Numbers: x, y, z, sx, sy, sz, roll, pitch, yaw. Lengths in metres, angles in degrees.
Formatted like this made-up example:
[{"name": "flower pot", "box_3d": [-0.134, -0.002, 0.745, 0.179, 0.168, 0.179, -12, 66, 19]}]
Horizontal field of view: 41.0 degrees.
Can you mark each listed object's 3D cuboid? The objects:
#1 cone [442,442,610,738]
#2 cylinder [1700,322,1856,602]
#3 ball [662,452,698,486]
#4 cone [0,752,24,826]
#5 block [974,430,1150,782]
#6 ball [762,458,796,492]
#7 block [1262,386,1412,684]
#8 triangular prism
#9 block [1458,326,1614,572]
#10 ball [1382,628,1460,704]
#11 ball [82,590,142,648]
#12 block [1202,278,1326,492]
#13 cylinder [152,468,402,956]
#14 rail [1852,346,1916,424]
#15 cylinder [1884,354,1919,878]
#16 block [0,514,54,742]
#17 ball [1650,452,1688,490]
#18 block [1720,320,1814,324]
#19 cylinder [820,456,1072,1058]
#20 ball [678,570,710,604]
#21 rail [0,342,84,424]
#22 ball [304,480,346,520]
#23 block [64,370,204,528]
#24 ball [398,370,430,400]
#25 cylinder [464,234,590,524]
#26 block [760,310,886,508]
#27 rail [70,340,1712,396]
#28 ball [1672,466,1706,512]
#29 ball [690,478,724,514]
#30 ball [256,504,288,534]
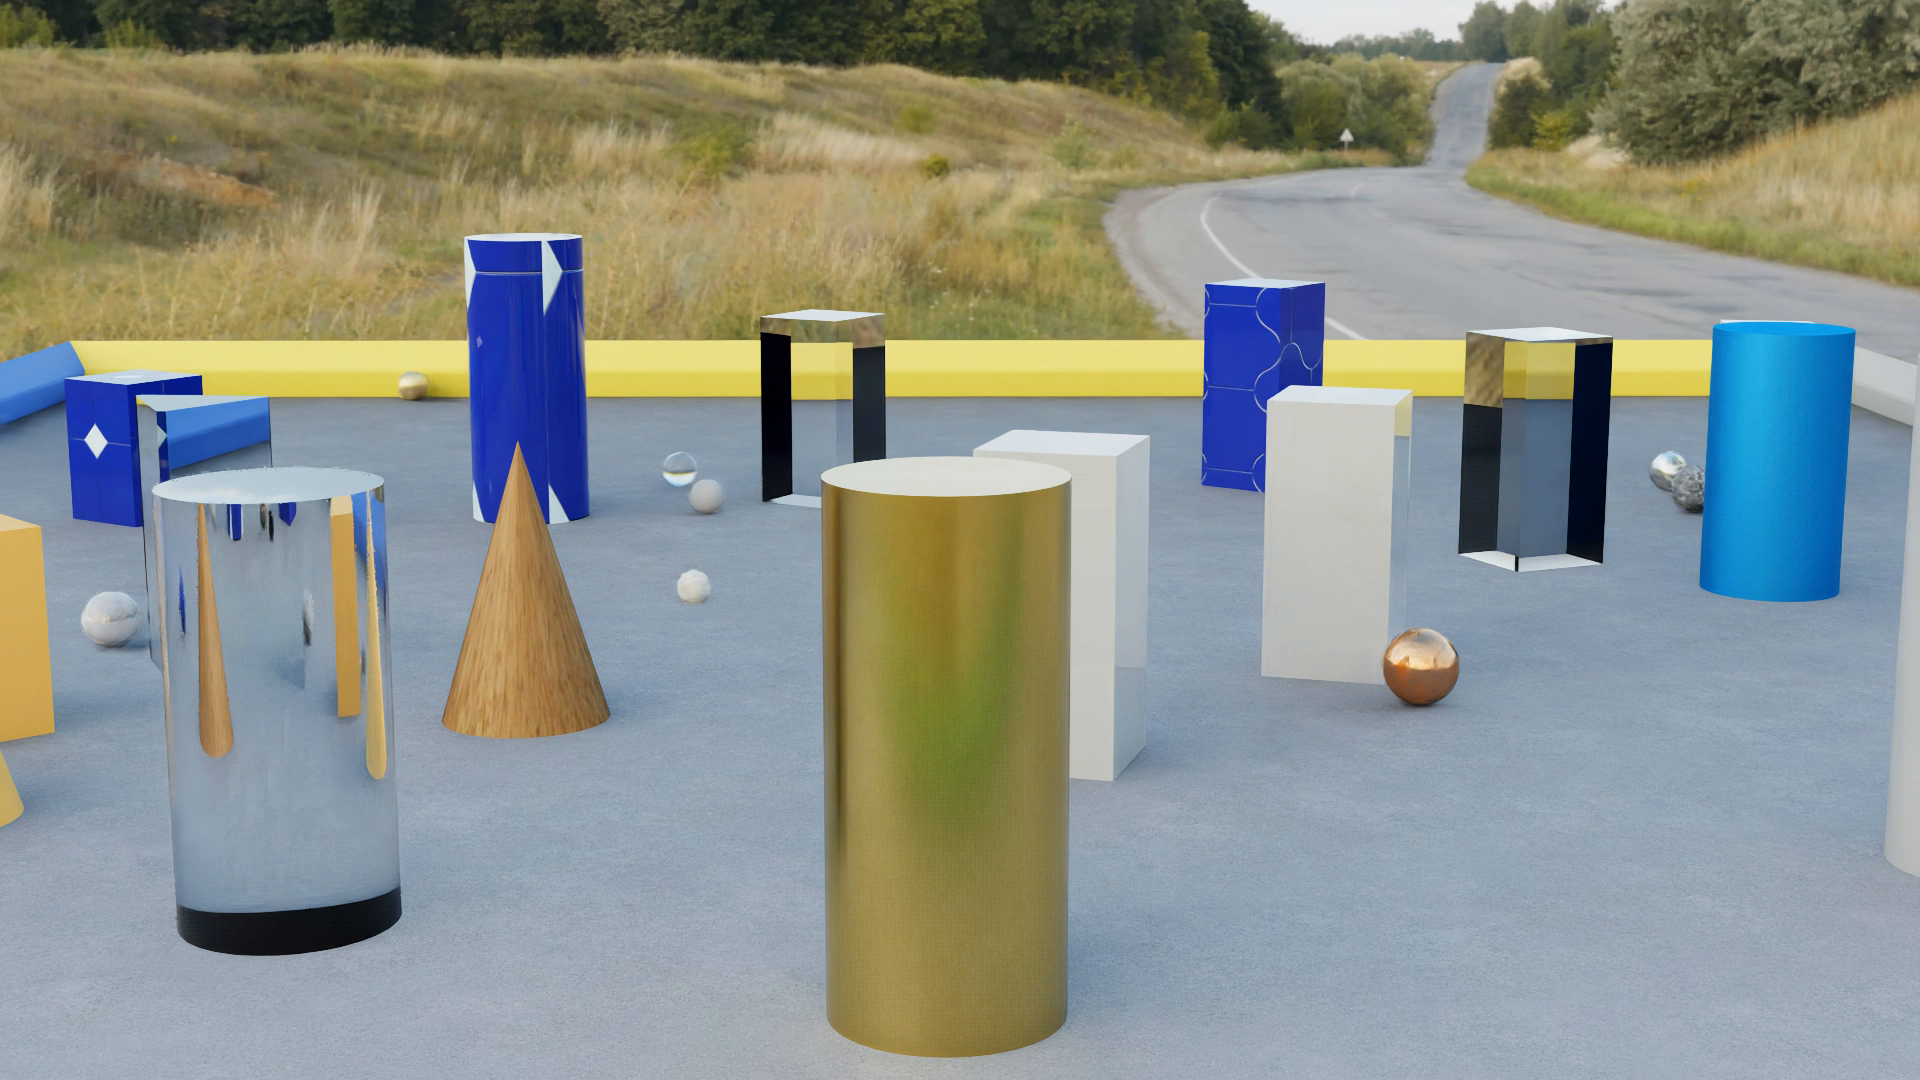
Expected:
[{"name": "cone", "box_3d": [-0.488, 0.044, 2.860, 0.187, 0.314, 0.187, 0, 11, 0]}, {"name": "cylinder", "box_3d": [1.132, -0.112, 3.559, 0.187, 0.365, 0.187, 0, 11, 0]}, {"name": "ball", "box_3d": [-0.485, -0.122, 4.444, 0.060, 0.060, 0.060, 0, 11, 0]}, {"name": "cone", "box_3d": [-1.013, 0.116, 2.475, 0.187, 0.315, 0.187, 0, 11, 0]}, {"name": "block", "box_3d": [0.107, 0.065, 2.690, 0.150, 0.337, 0.150, 3, 11, 17]}, {"name": "ball", "box_3d": [-0.311, -0.111, 4.388, 0.058, 0.058, 0.058, 0, 11, 0]}, {"name": "block", "box_3d": [0.456, -0.010, 3.097, 0.150, 0.333, 0.150, 3, 11, 17]}, {"name": "triangular prism", "box_3d": [-0.938, -0.008, 3.102, 0.141, 0.328, 0.162, 7, 13, 33]}, {"name": "block", "box_3d": [0.845, -0.136, 3.773, 0.150, 0.335, 0.150, -5, 12, -24]}, {"name": "ball", "box_3d": [0.528, 0.145, 2.939, 0.088, 0.088, 0.088, 0, 11, 0]}, {"name": "ball", "box_3d": [-1.068, 0.099, 3.229, 0.071, 0.071, 0.071, 0, 11, 0]}, {"name": "block", "box_3d": [0.526, -0.270, 4.448, 0.150, 0.350, 0.150, 8, 13, 37]}, {"name": "cylinder", "box_3d": [-0.576, 0.140, 2.173, 0.187, 0.378, 0.187, 0, 11, 0]}, {"name": "rail", "box_3d": [1.914, 0.029, 3.460, 0.045, 0.122, 4.454, 0, 11, 0]}, {"name": "cylinder", "box_3d": [0.950, 0.068, 2.320, 0.187, 0.466, 0.187, 0, 11, 0]}, {"name": "block", "box_3d": [-1.102, 0.098, 2.804, 0.150, 0.230, 0.150, -10, 14, -42]}, {"name": "ball", "box_3d": [1.220, -0.118, 4.413, 0.064, 0.064, 0.064, 0, 11, 0]}, {"name": "block", "box_3d": [1.366, -0.220, 4.346, 0.150, 0.289, 0.150, 2, 11, 10]}, {"name": "cylinder", "box_3d": [-0.010, 0.159, 1.953, 0.187, 0.422, 0.187, 0, 11, 0]}, {"name": "ball", "box_3d": [-0.362, 0.064, 3.488, 0.046, 0.046, 0.046, 0, 11, 0]}, {"name": "rail", "box_3d": [-1.914, 0.033, 3.439, 0.045, 0.122, 4.454, 0, 11, 0]}, {"name": "ball", "box_3d": [-1.020, -0.064, 4.119, 0.065, 0.065, 0.065, 0, 11, 0]}, {"name": "block", "box_3d": [-1.328, -0.151, 4.141, 0.150, 0.227, 0.150, 7, 12, 32]}, {"name": "ball", "box_3d": [-1.185, -0.335, 5.570, 0.066, 0.066, 0.066, 0, 11, 0]}, {"name": "cylinder", "box_3d": [-0.696, -0.262, 4.131, 0.187, 0.450, 0.187, 0, 11, 0]}, {"name": "block", "box_3d": [-0.228, -0.221, 4.294, 0.150, 0.310, 0.150, 6, 12, 30]}, {"name": "rail", "box_3d": [-0.013, -0.373, 5.615, 3.875, 0.122, 0.045, 0, 11, 0]}, {"name": "ball", "box_3d": [1.202, -0.084, 4.199, 0.074, 0.074, 0.074, 0, 11, 0]}, {"name": "ball", "box_3d": [-0.412, -0.071, 4.182, 0.056, 0.056, 0.056, 0, 11, 0]}, {"name": "ball", "box_3d": [-1.075, -0.034, 4.004, 0.048, 0.048, 0.048, 0, 11, 0]}]
